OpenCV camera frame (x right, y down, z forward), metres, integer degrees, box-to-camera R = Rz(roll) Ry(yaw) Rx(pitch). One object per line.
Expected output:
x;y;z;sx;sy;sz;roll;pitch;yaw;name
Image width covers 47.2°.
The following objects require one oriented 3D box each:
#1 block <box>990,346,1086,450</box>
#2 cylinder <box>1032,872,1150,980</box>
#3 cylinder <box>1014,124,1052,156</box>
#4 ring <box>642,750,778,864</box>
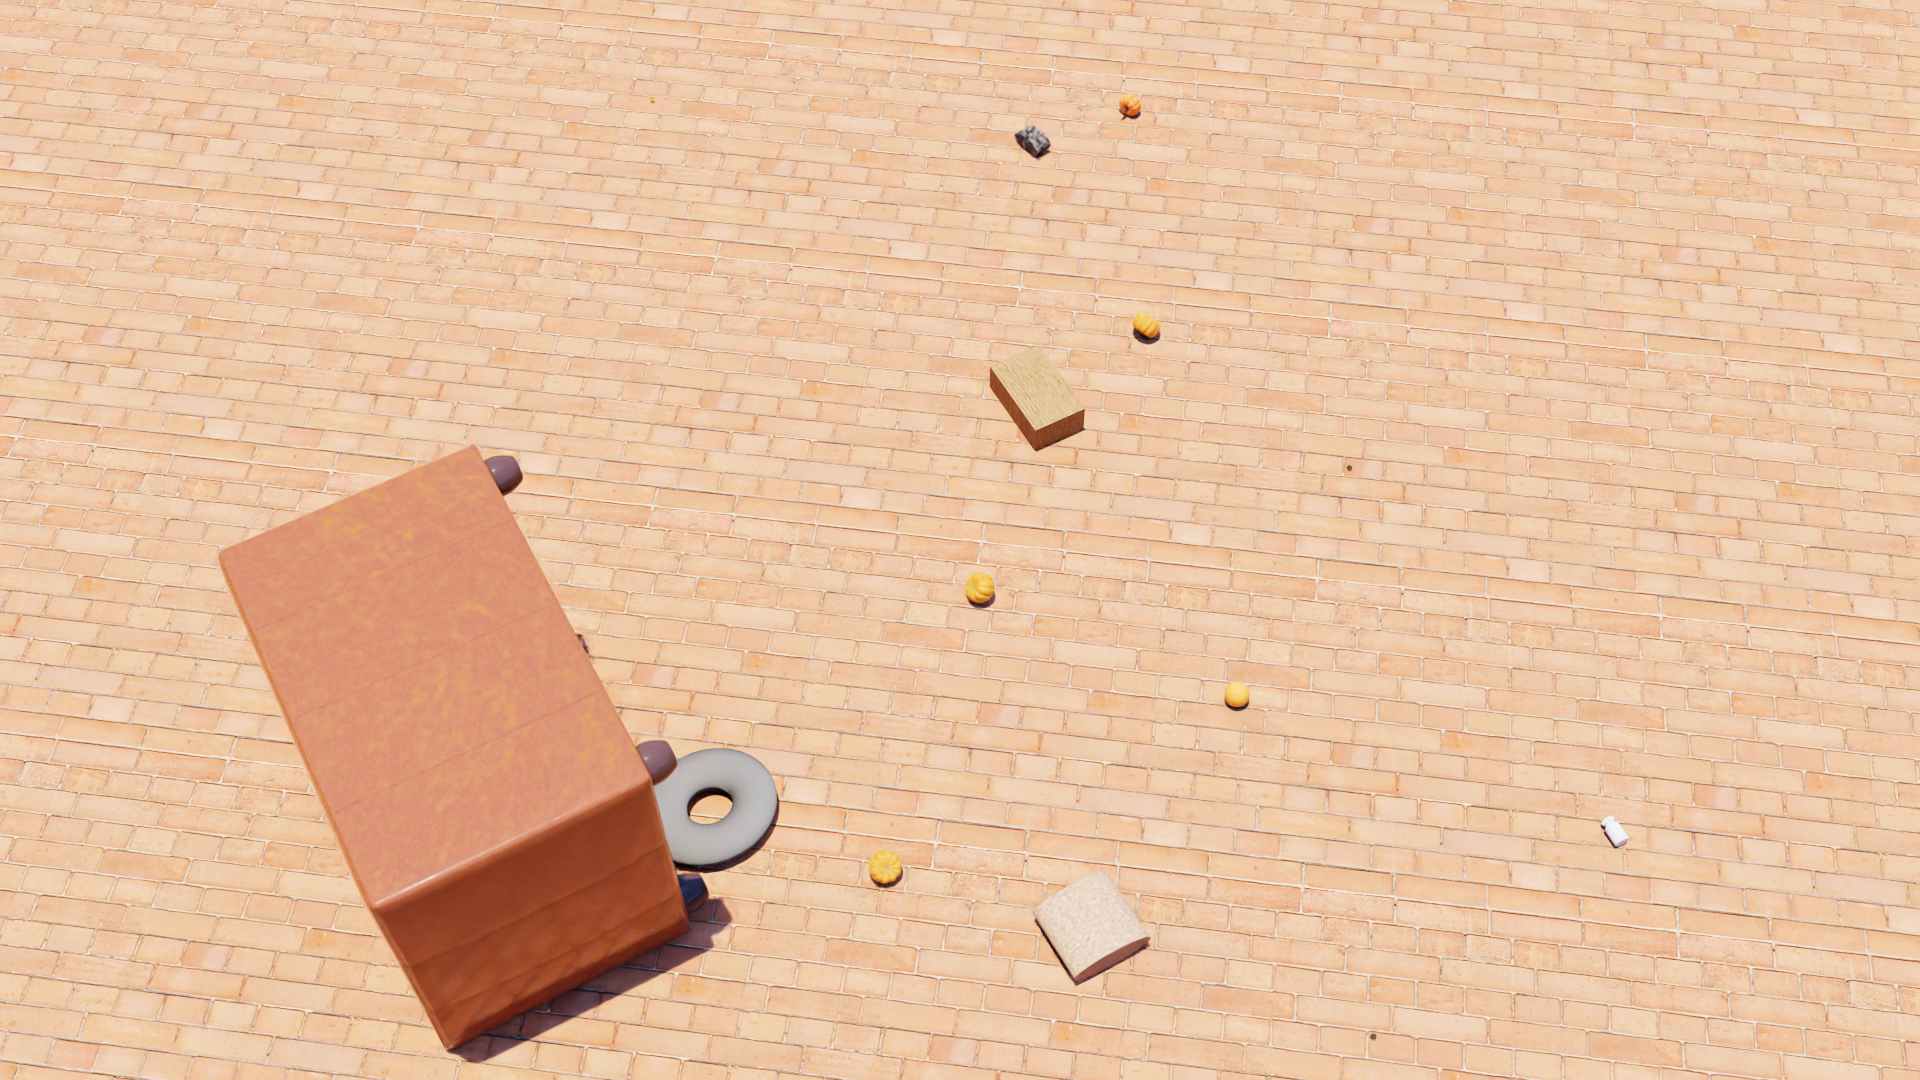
0.237;-0.441;6.807;0.175;0.104;0.284;-25;60;-16;block
0.348;1.021;5.832;0.235;0.094;0.217;-25;60;-16;cylinder
0.247;-1.353;7.444;0.061;0.062;0.116;-36;63;-22;cylinder
-0.686;0.730;6.027;0.381;0.097;0.343;-29;60;-19;ring
